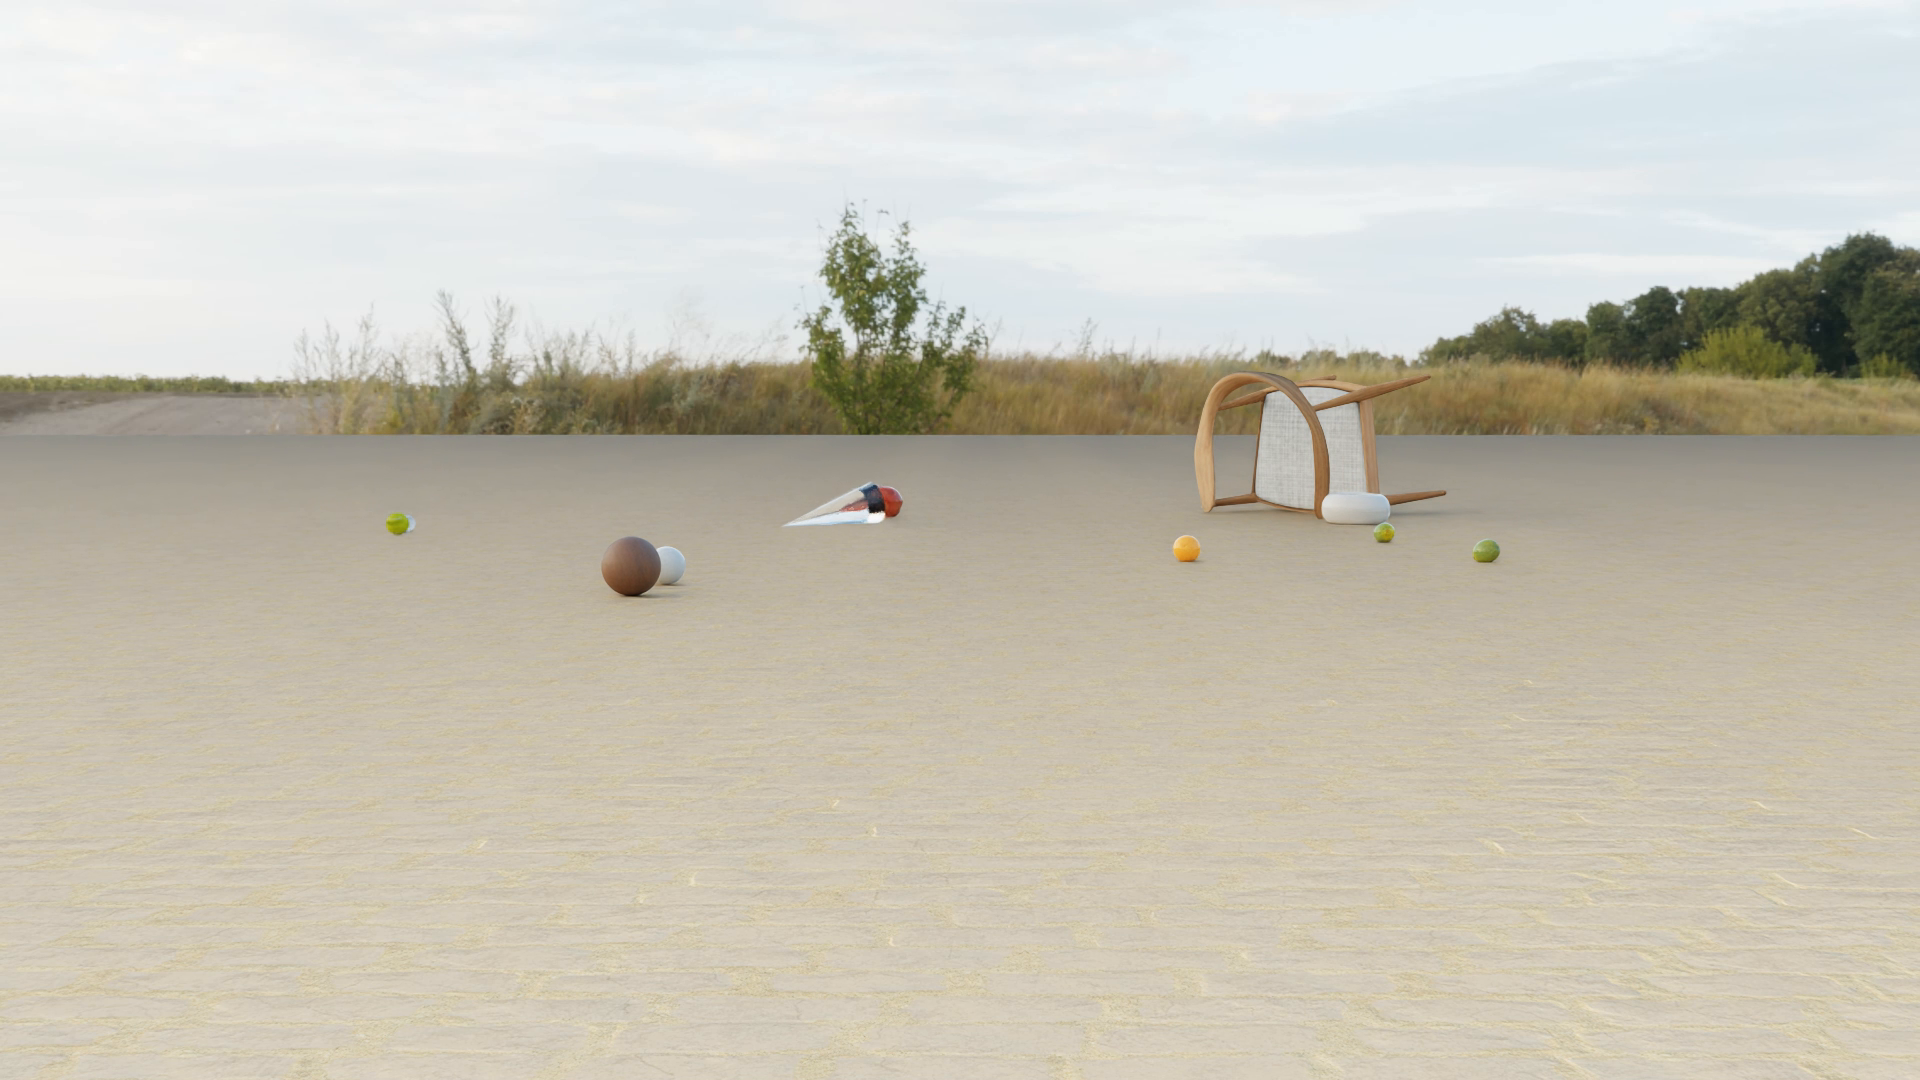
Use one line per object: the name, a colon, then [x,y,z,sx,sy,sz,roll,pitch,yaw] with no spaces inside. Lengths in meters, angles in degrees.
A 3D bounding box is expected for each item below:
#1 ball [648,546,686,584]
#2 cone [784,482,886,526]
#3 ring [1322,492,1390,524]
ball: [-0.673,0.059,5.049,0.088,0.088,0.088,0,4,0]
cone: [-0.437,-0.085,7.282,0.345,0.138,0.162,-15,0,-27]
ring: [1.319,-0.104,7.325,0.226,0.101,0.170,2,6,13]
